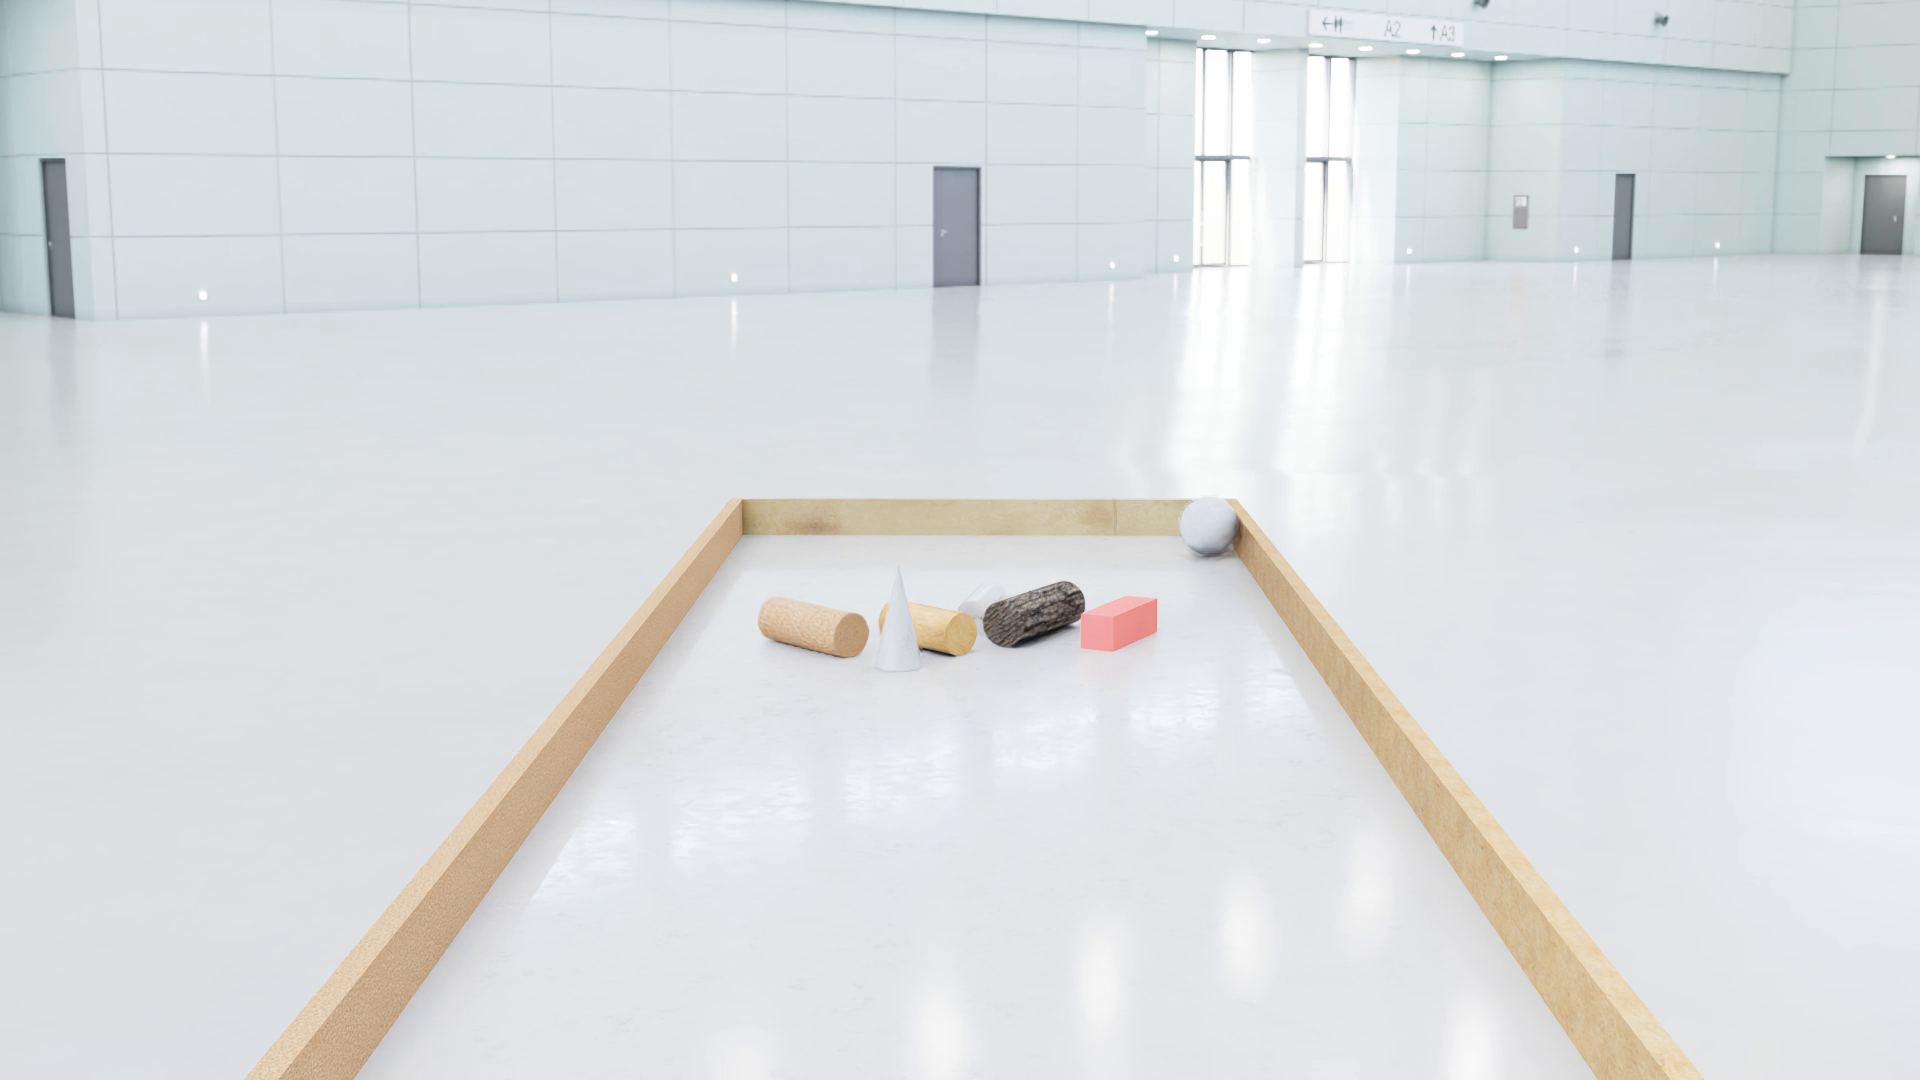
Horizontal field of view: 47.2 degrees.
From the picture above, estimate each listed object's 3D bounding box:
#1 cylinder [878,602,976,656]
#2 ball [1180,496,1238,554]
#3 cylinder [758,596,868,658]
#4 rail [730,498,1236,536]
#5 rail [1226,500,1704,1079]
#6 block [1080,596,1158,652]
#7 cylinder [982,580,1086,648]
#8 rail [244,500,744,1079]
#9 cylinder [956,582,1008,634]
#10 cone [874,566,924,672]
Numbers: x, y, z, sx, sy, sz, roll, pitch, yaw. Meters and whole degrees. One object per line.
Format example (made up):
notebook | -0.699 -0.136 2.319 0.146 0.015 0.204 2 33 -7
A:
cylinder | -0.102 0.272 6.869 0.133 0.133 0.313 -8 12 -42
ball | 0.978 -0.056 8.631 0.229 0.229 0.229 0 9 0
cylinder | -0.461 0.269 6.872 0.139 0.139 0.387 -8 12 -41
rail | 0.099 -0.098 9.147 2.100 0.150 0.050 0 9 1
rail | 1.046 0.843 3.208 0.050 0.150 12.000 0 9 1
block | 0.508 0.264 6.992 0.111 0.111 0.355 5 10 27
cylinder | 0.241 0.235 7.061 0.146 0.146 0.424 5 10 30
rail | -1.004 0.839 3.234 0.050 0.150 12.000 0 9 1
cylinder | 0.071 0.224 7.239 0.113 0.113 0.358 2 9 10
cone | -0.184 0.225 6.580 0.149 0.316 0.149 0 9 0
